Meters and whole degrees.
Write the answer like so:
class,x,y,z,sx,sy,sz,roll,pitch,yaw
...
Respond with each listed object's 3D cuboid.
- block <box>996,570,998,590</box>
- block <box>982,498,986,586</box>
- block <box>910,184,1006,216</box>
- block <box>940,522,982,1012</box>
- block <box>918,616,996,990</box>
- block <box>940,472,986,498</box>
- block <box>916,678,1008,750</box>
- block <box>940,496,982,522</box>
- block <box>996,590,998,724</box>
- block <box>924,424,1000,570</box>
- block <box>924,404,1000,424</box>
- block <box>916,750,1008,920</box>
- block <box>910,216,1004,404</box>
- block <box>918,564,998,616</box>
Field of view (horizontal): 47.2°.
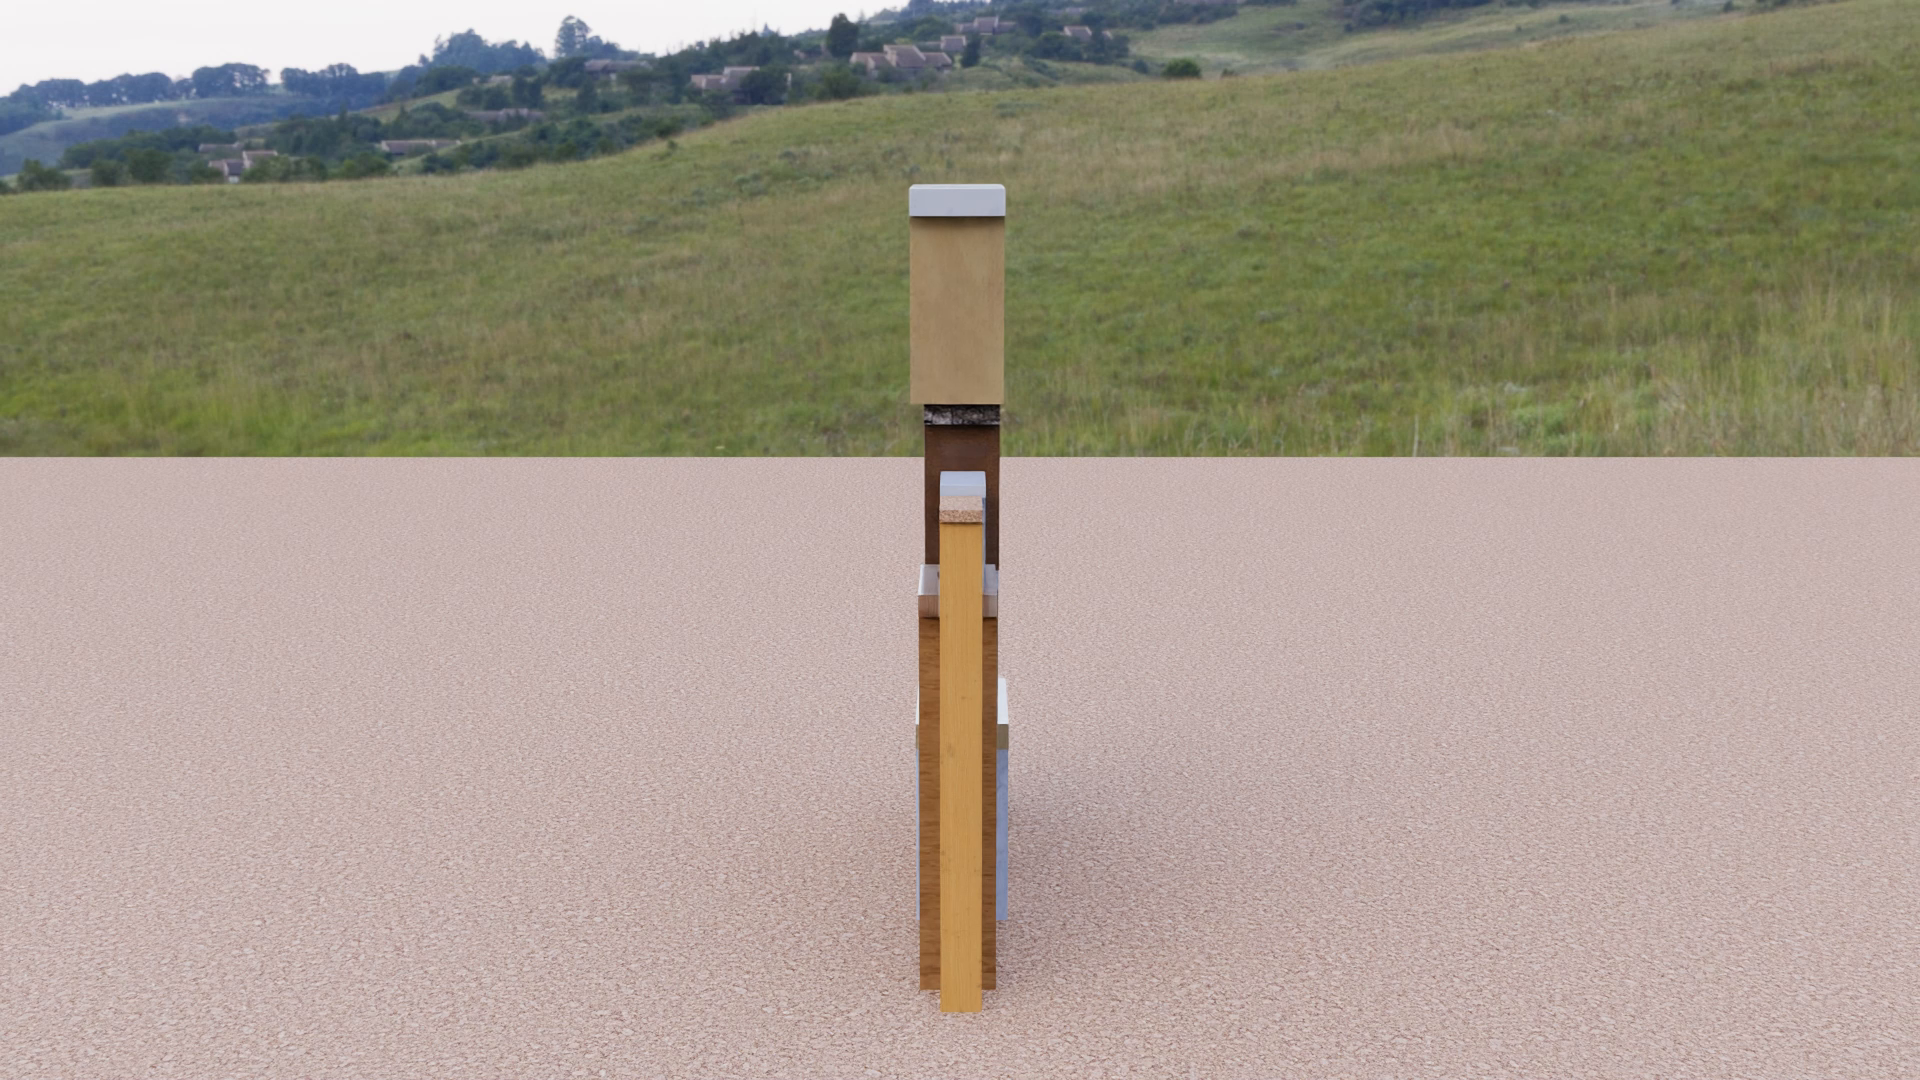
class,x,y,z,sx,sy,sz,roll,pitch,yaw
block,0.004,0.041,3.494,0.111,0.031,0.221,0,11,0
block,0.004,0.001,3.186,0.066,0.131,0.019,0,10,0
block,-0.004,-0.518,3.347,0.140,0.040,0.280,0,11,0
block,0.002,0.326,3.118,0.059,0.721,0.017,0,11,0
block,-0.003,0.383,3.222,0.113,0.570,0.032,0,11,0
block,0.004,-0.081,3.215,0.066,0.019,0.131,0,11,0
block,0.003,0.282,3.604,0.147,0.042,0.293,0,11,0
block,0.002,-0.044,3.089,0.059,0.017,0.119,0,10,0
block,0.004,0.178,3.445,0.111,0.221,0.031,0,11,0
block,0.003,-0.069,3.372,0.114,0.229,0.032,0,10,0
block,0.003,-0.211,3.423,0.114,0.032,0.229,0,11,0
block,0.003,0.465,3.539,0.147,0.293,0.042,0,11,0
block,-0.004,-0.344,3.284,0.140,0.280,0.040,0,11,0
block,-0.003,0.073,3.241,0.112,0.032,0.225,0,11,0
